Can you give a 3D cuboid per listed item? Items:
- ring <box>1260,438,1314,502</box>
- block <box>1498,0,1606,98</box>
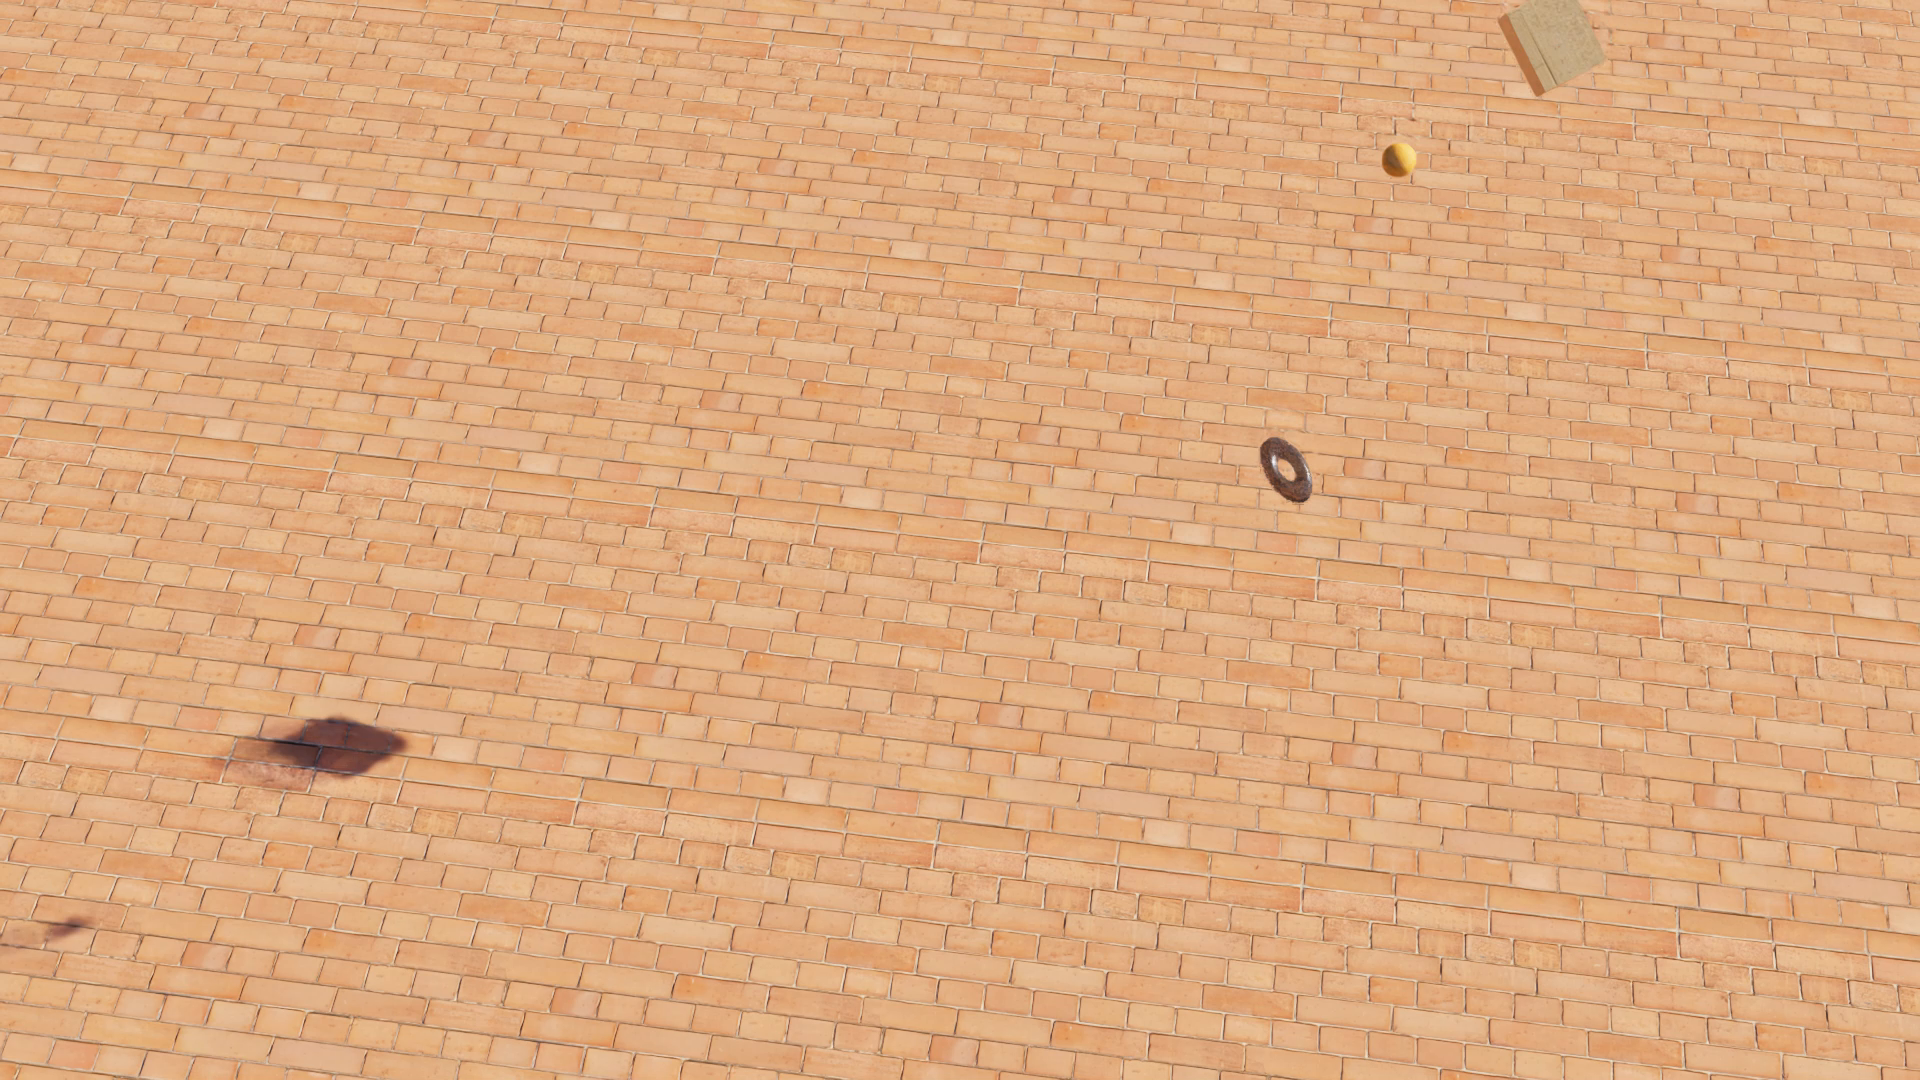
[{"bbox_3d":[0.639,-0.137,4.308,0.083,0.046,0.145,-30,79,-5],"label":"ring"},{"bbox_3d":[1.337,-1.129,4.968,0.151,0.106,0.196,-27,92,5],"label":"block"}]
